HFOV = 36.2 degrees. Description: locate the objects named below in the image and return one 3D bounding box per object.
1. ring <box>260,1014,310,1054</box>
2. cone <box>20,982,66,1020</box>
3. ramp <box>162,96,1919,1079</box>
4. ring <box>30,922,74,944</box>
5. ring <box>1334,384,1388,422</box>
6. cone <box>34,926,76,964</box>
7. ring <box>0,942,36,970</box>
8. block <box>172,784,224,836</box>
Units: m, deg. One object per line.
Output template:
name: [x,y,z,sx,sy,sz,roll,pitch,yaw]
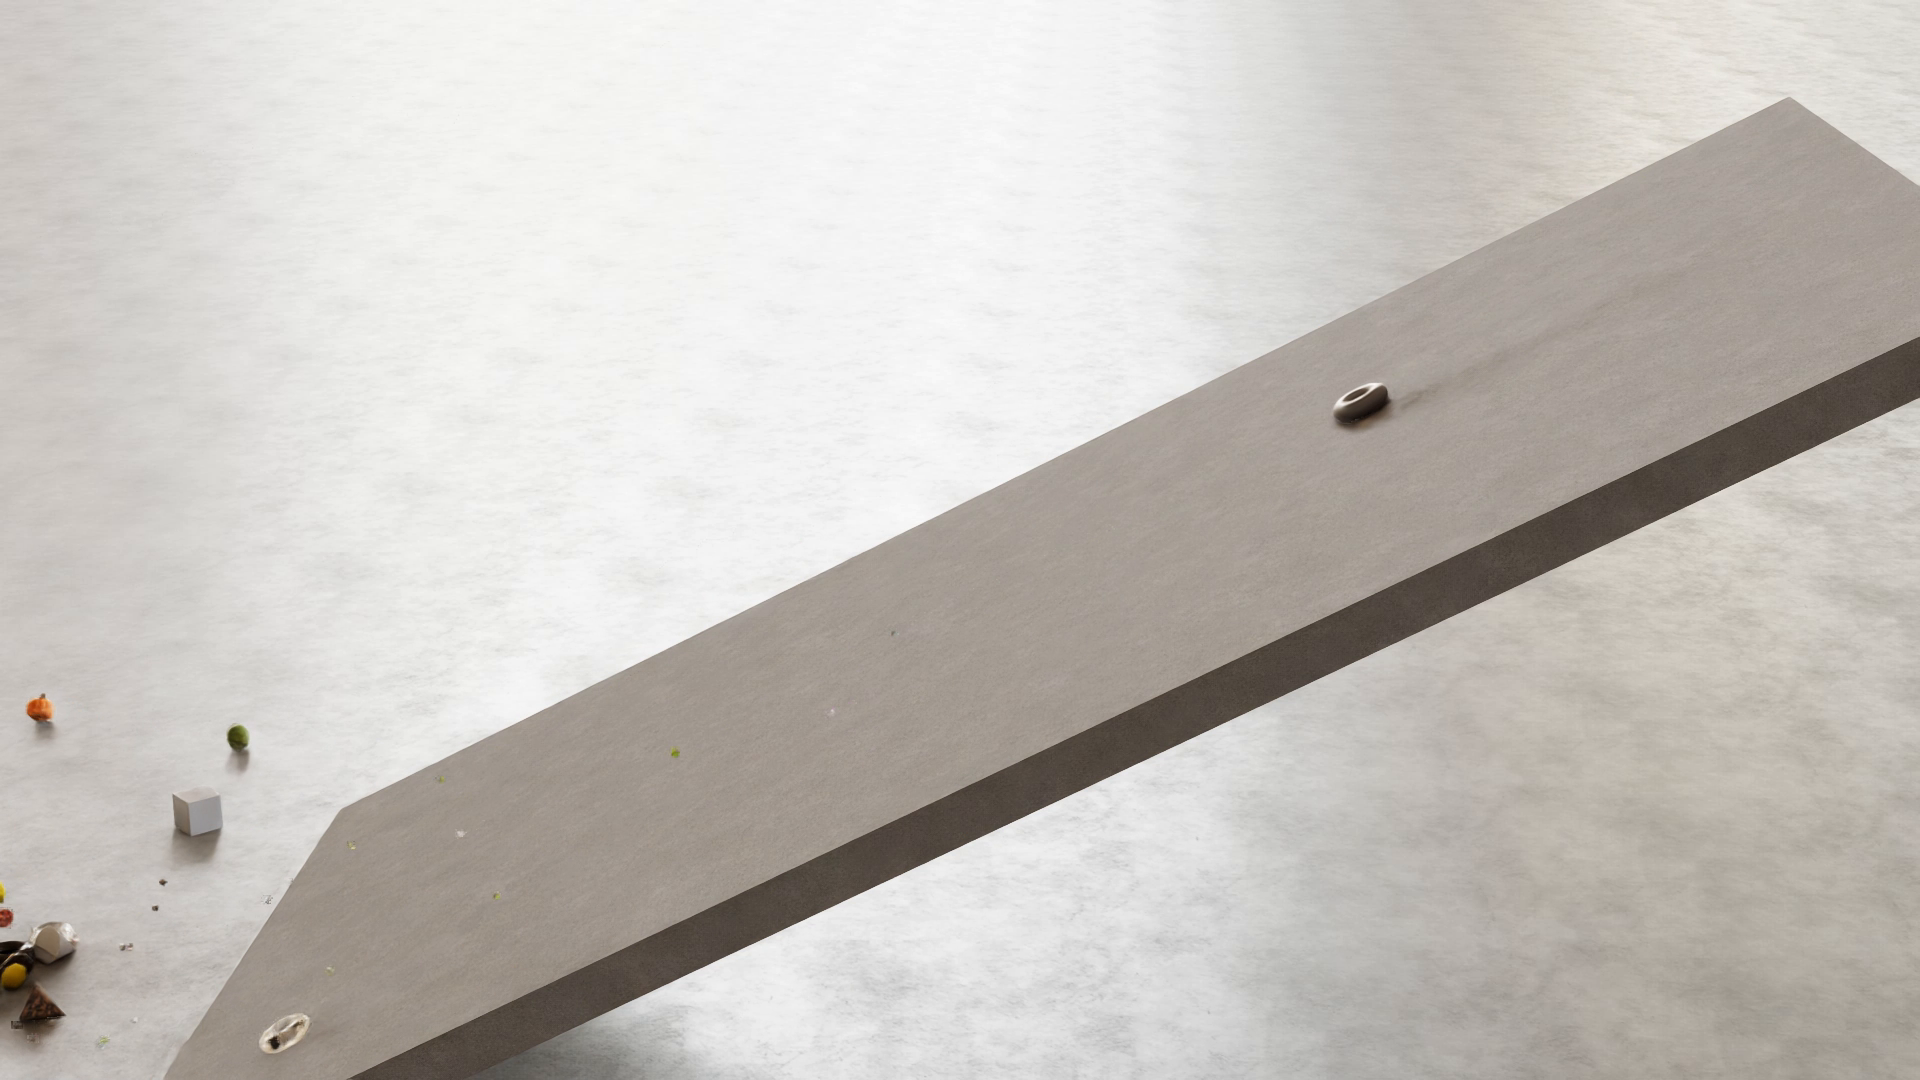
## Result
ring: [-1.369,1.001,5.967,0.111,0.037,0.111,-26,14,7]
cone: [-2.061,1.057,6.642,0.092,0.092,0.092,25,14,-11]
ramp: [0.140,0.167,6.281,4.000,0.100,2.000,-26,14,10]
ring: [-2.168,0.944,7.022,0.104,0.035,0.104,0,19,0]
ring: [0.849,-0.291,6.237,0.126,0.042,0.126,-28,12,7]
cone: [-2.122,0.963,6.949,0.090,0.090,0.090,13,-5,35]
ring: [-2.233,0.977,6.908,0.119,0.040,0.119,1,16,0]
block: [-1.994,0.707,7.691,0.092,0.092,0.092,-14,22,-39]
